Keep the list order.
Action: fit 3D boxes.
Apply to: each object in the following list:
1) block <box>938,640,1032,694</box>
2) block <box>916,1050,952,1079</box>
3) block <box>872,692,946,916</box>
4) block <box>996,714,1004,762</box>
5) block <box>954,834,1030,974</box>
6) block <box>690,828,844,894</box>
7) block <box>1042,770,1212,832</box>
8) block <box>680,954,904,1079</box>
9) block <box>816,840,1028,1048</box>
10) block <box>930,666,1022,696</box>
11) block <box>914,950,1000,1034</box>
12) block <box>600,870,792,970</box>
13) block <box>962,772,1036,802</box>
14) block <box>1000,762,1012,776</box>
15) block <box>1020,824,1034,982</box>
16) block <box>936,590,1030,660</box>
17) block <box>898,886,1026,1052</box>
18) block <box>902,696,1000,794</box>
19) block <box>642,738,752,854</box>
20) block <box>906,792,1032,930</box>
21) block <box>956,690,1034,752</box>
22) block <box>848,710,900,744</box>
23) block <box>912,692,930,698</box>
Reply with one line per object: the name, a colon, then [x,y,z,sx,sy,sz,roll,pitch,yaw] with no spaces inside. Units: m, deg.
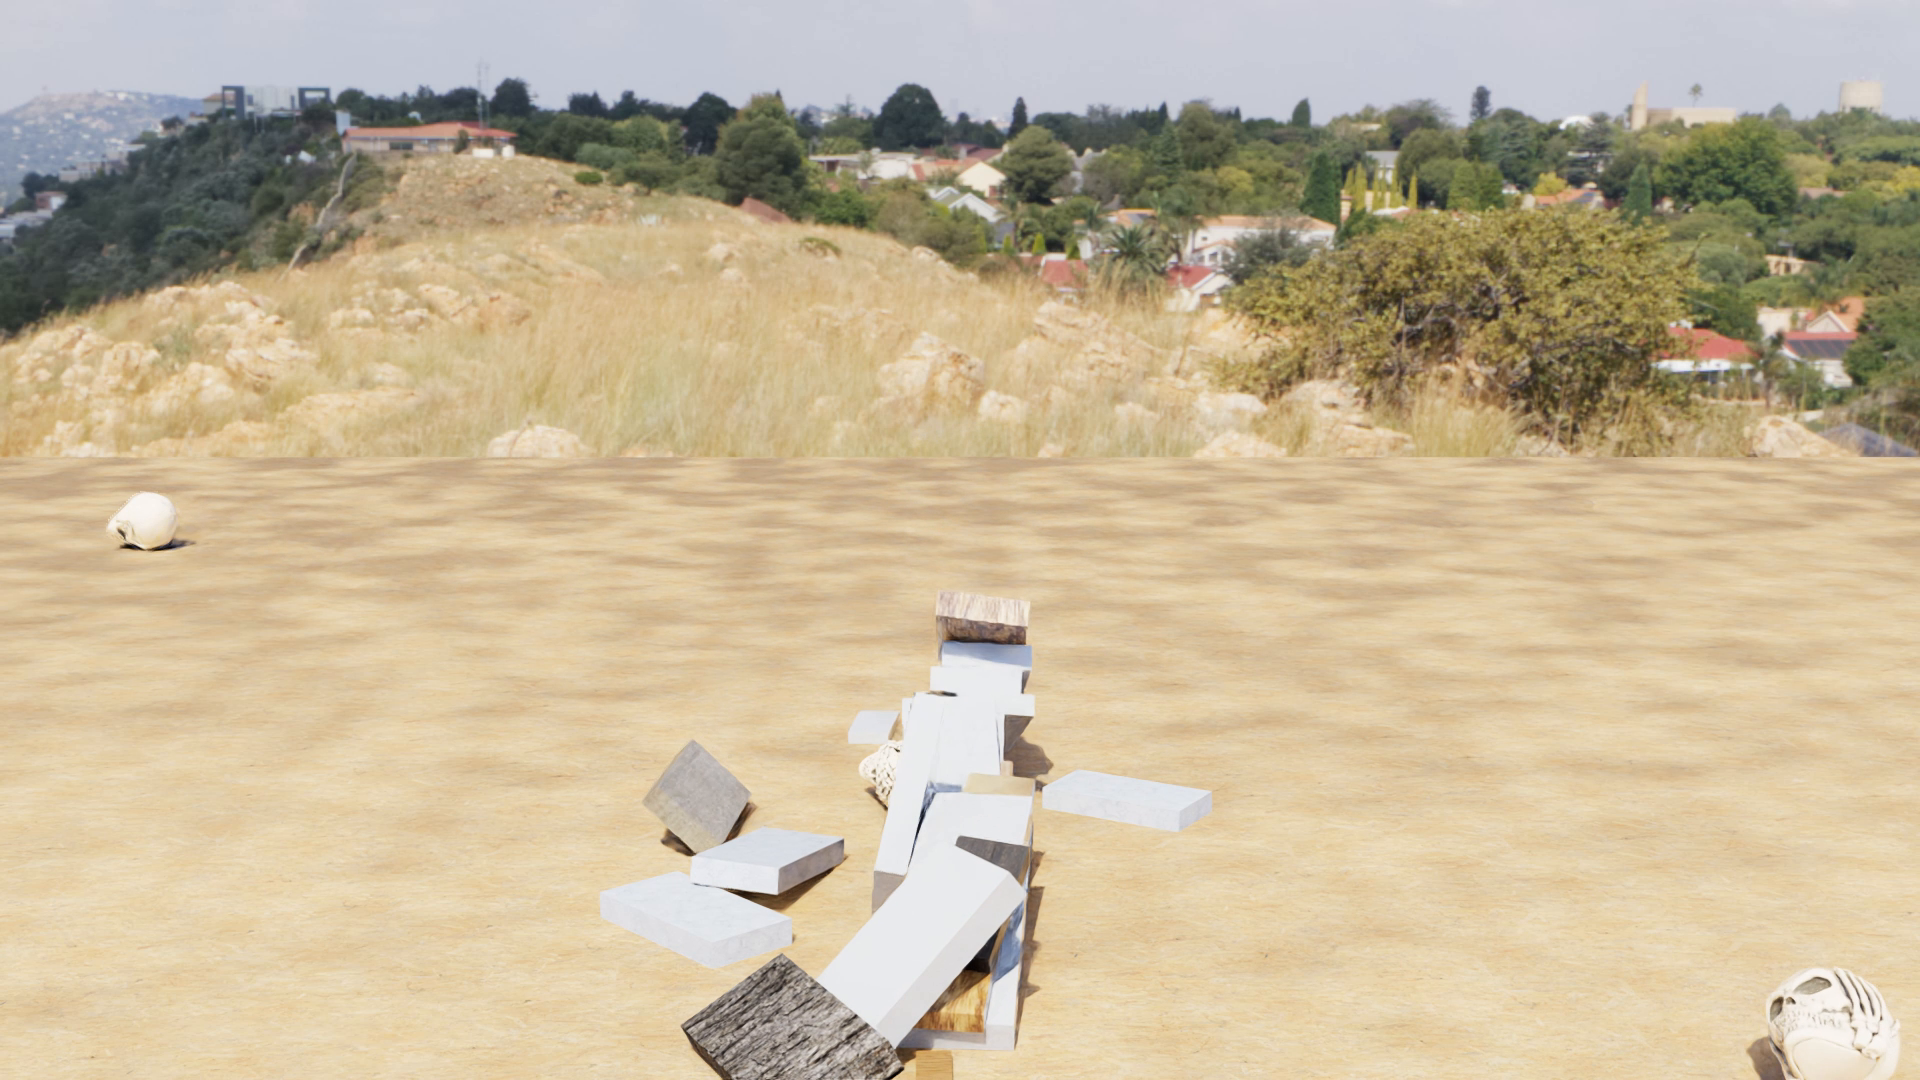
block: [0.040,0.269,4.253,0.167,0.047,0.401,3,-16,-2]
block: [-0.035,0.714,2.963,0.049,0.014,0.097,0,11,-1]
block: [-0.081,0.430,3.471,0.049,0.171,0.343,10,48,4]
block: [-0.007,0.439,3.912,0.164,0.046,0.328,2,40,1]
block: [0.020,0.520,3.155,0.108,0.031,0.217,7,41,16]
block: [-0.320,0.538,3.702,0.153,0.043,0.305,5,3,17]
block: [0.313,0.486,4.118,0.283,0.040,0.141,6,12,31]
block: [-0.227,0.670,2.907,0.171,0.049,0.343,-34,23,-19]
block: [-0.080,0.579,3.036,0.347,0.049,0.171,-47,31,-18]
block: [0.033,0.310,4.205,0.167,0.047,0.334,2,-18,2]
block: [-0.007,0.609,3.102,0.108,0.031,0.217,2,27,7]
block: [-0.422,0.600,3.495,0.153,0.043,0.305,-10,14,-42]
block: [0.051,0.462,3.610,0.112,0.032,0.224,5,28,9]
block: [0.007,0.494,3.737,0.164,0.046,0.328,0,32,2]
block: [0.022,0.555,3.381,0.162,0.046,0.324,1,34,5]
block: [0.042,0.172,4.124,0.167,0.047,0.334,7,-17,3]
block: [0.006,0.612,3.180,0.162,0.046,0.324,1,27,4]
block: [-0.016,0.388,3.820,0.164,0.046,0.328,-2,32,-1]
block: [-0.471,0.465,3.968,0.153,0.043,0.305,43,11,-4]
block: [0.014,0.483,3.342,0.162,0.046,0.324,2,22,7]
block: [0.046,0.344,4.157,0.141,0.040,0.283,5,-20,-7]
block: [-0.182,0.396,4.650,0.085,0.024,0.171,1,11,5]
block: [-0.003,0.337,4.625,0.112,0.032,0.224,4,-6,-25]
